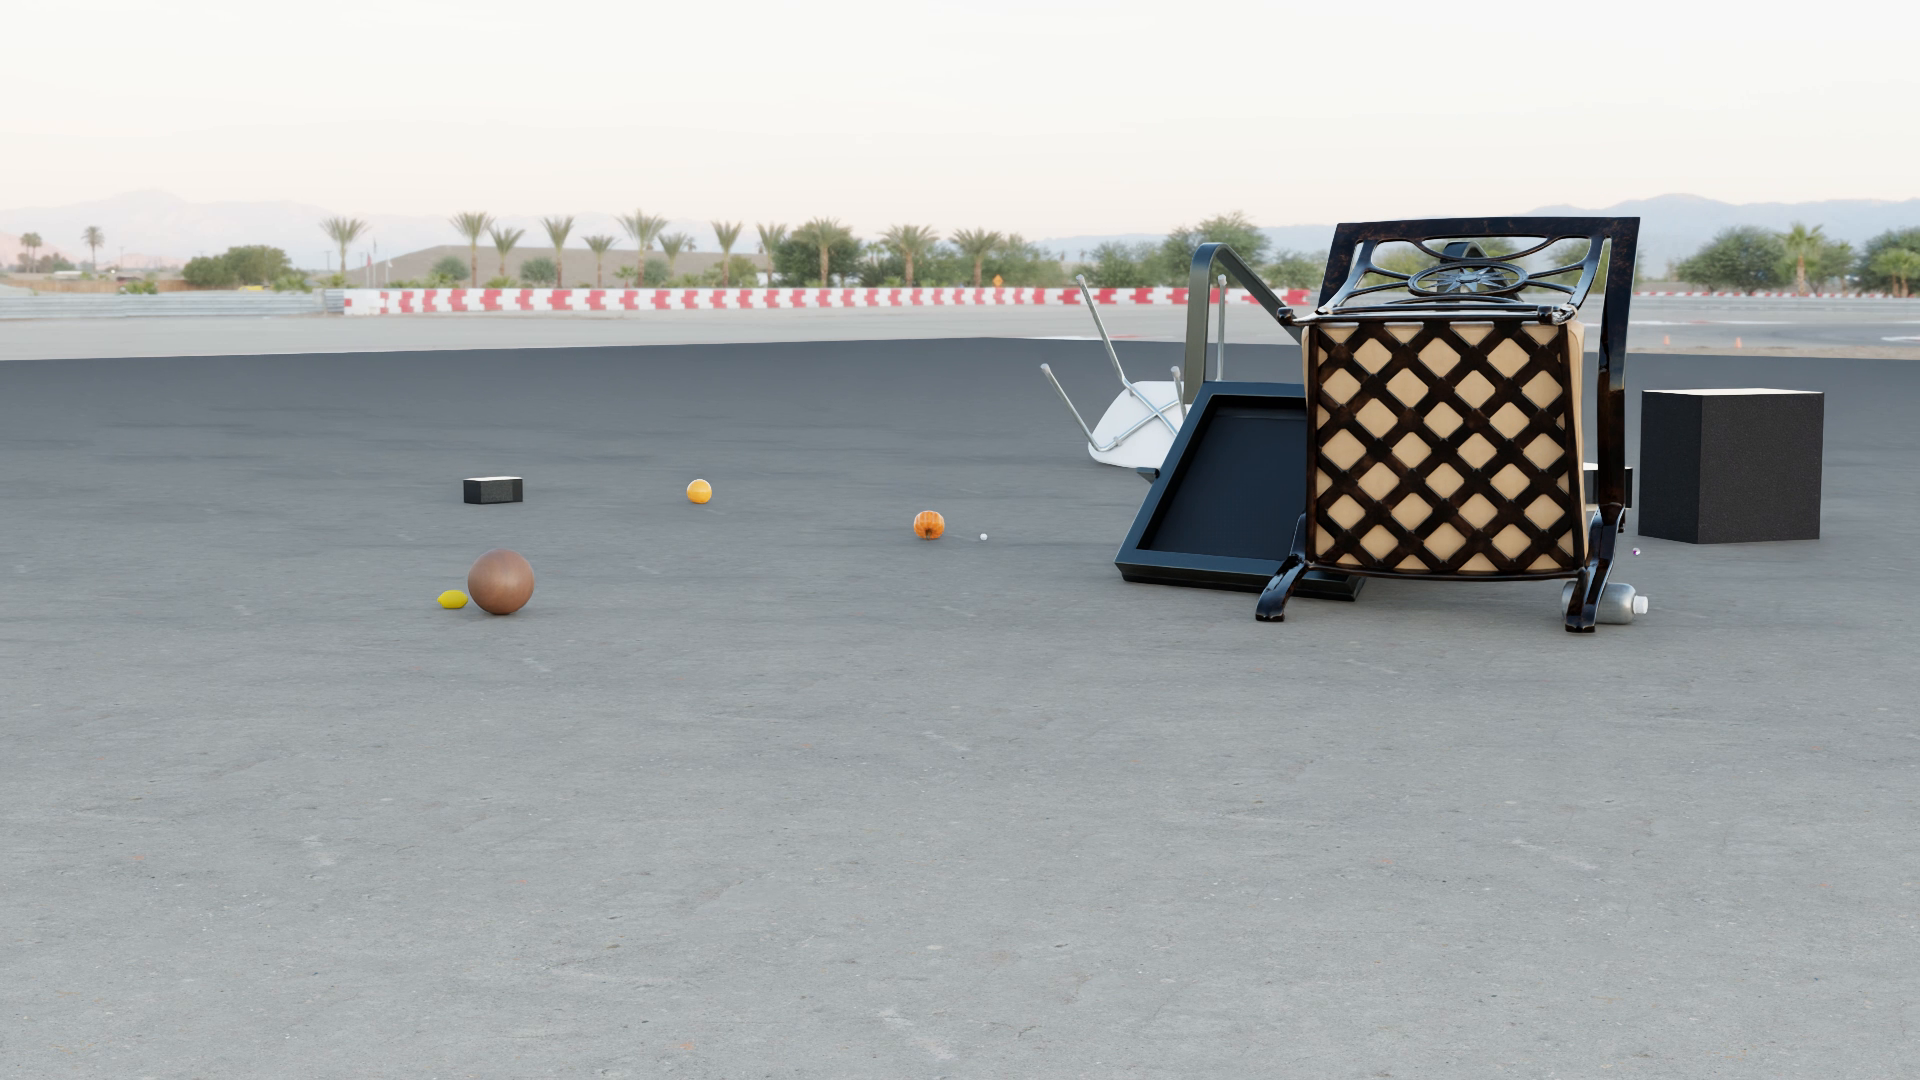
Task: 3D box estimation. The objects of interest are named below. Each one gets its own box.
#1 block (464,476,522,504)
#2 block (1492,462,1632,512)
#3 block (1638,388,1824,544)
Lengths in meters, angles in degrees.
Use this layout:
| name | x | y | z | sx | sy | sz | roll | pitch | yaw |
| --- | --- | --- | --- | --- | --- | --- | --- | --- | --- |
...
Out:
| name | x | y | z | sx | sy | sz | roll | pitch | yaw |
| --- | --- | --- | --- | --- | --- | --- | --- | --- | --- |
| block | -1.360 | -0.144 | 7.476 | 0.144 | 0.069 | 0.089 | -6 | 8 | -44 |
| block | 1.723 | -0.155 | 7.349 | 0.260 | 0.116 | 0.303 | -3 | 6 | -24 |
| block | 1.941 | -0.190 | 6.466 | 0.365 | 0.367 | 0.246 | -2 | 6 | -21 |
